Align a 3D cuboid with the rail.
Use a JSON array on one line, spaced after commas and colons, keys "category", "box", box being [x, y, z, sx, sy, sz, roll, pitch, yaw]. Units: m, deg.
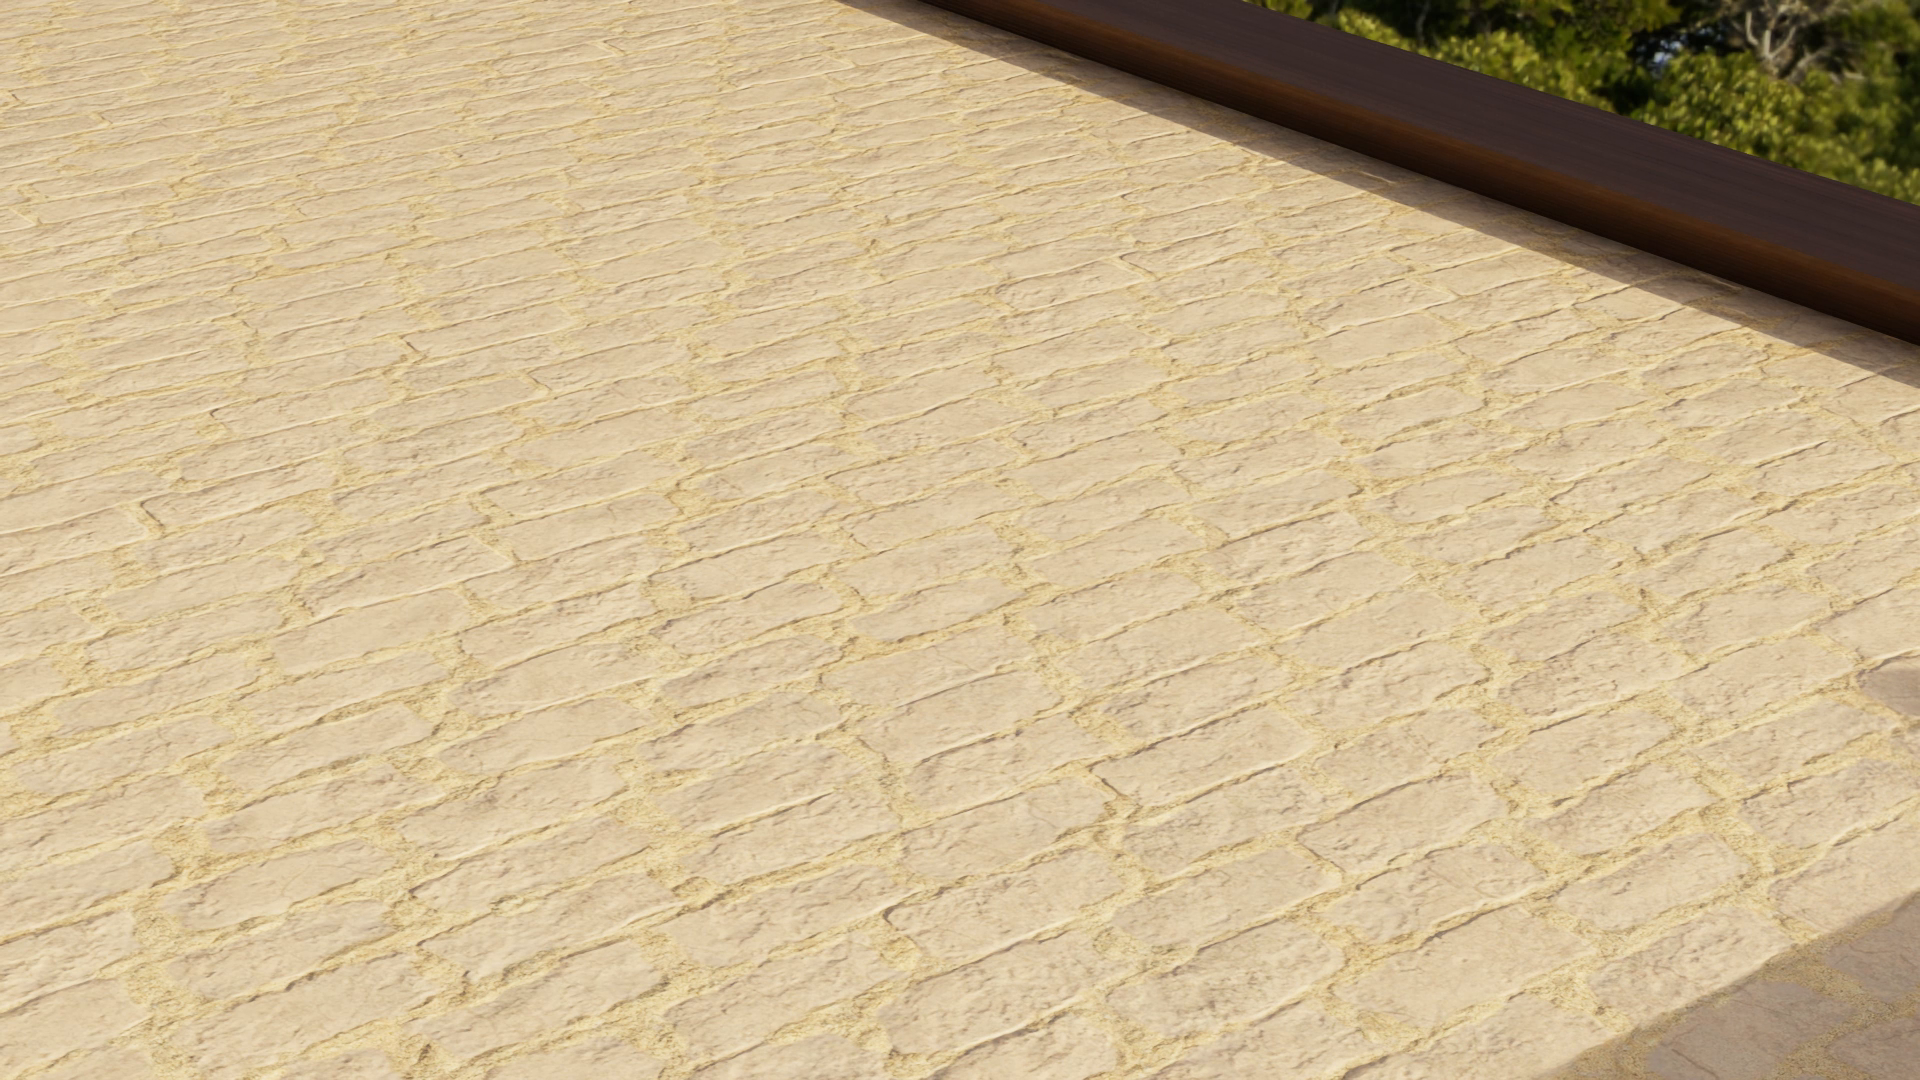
[{"category": "rail", "box": [0.223, -0.580, 3.384, 0.045, 0.125, 3.849, -17, 30, -33]}]
